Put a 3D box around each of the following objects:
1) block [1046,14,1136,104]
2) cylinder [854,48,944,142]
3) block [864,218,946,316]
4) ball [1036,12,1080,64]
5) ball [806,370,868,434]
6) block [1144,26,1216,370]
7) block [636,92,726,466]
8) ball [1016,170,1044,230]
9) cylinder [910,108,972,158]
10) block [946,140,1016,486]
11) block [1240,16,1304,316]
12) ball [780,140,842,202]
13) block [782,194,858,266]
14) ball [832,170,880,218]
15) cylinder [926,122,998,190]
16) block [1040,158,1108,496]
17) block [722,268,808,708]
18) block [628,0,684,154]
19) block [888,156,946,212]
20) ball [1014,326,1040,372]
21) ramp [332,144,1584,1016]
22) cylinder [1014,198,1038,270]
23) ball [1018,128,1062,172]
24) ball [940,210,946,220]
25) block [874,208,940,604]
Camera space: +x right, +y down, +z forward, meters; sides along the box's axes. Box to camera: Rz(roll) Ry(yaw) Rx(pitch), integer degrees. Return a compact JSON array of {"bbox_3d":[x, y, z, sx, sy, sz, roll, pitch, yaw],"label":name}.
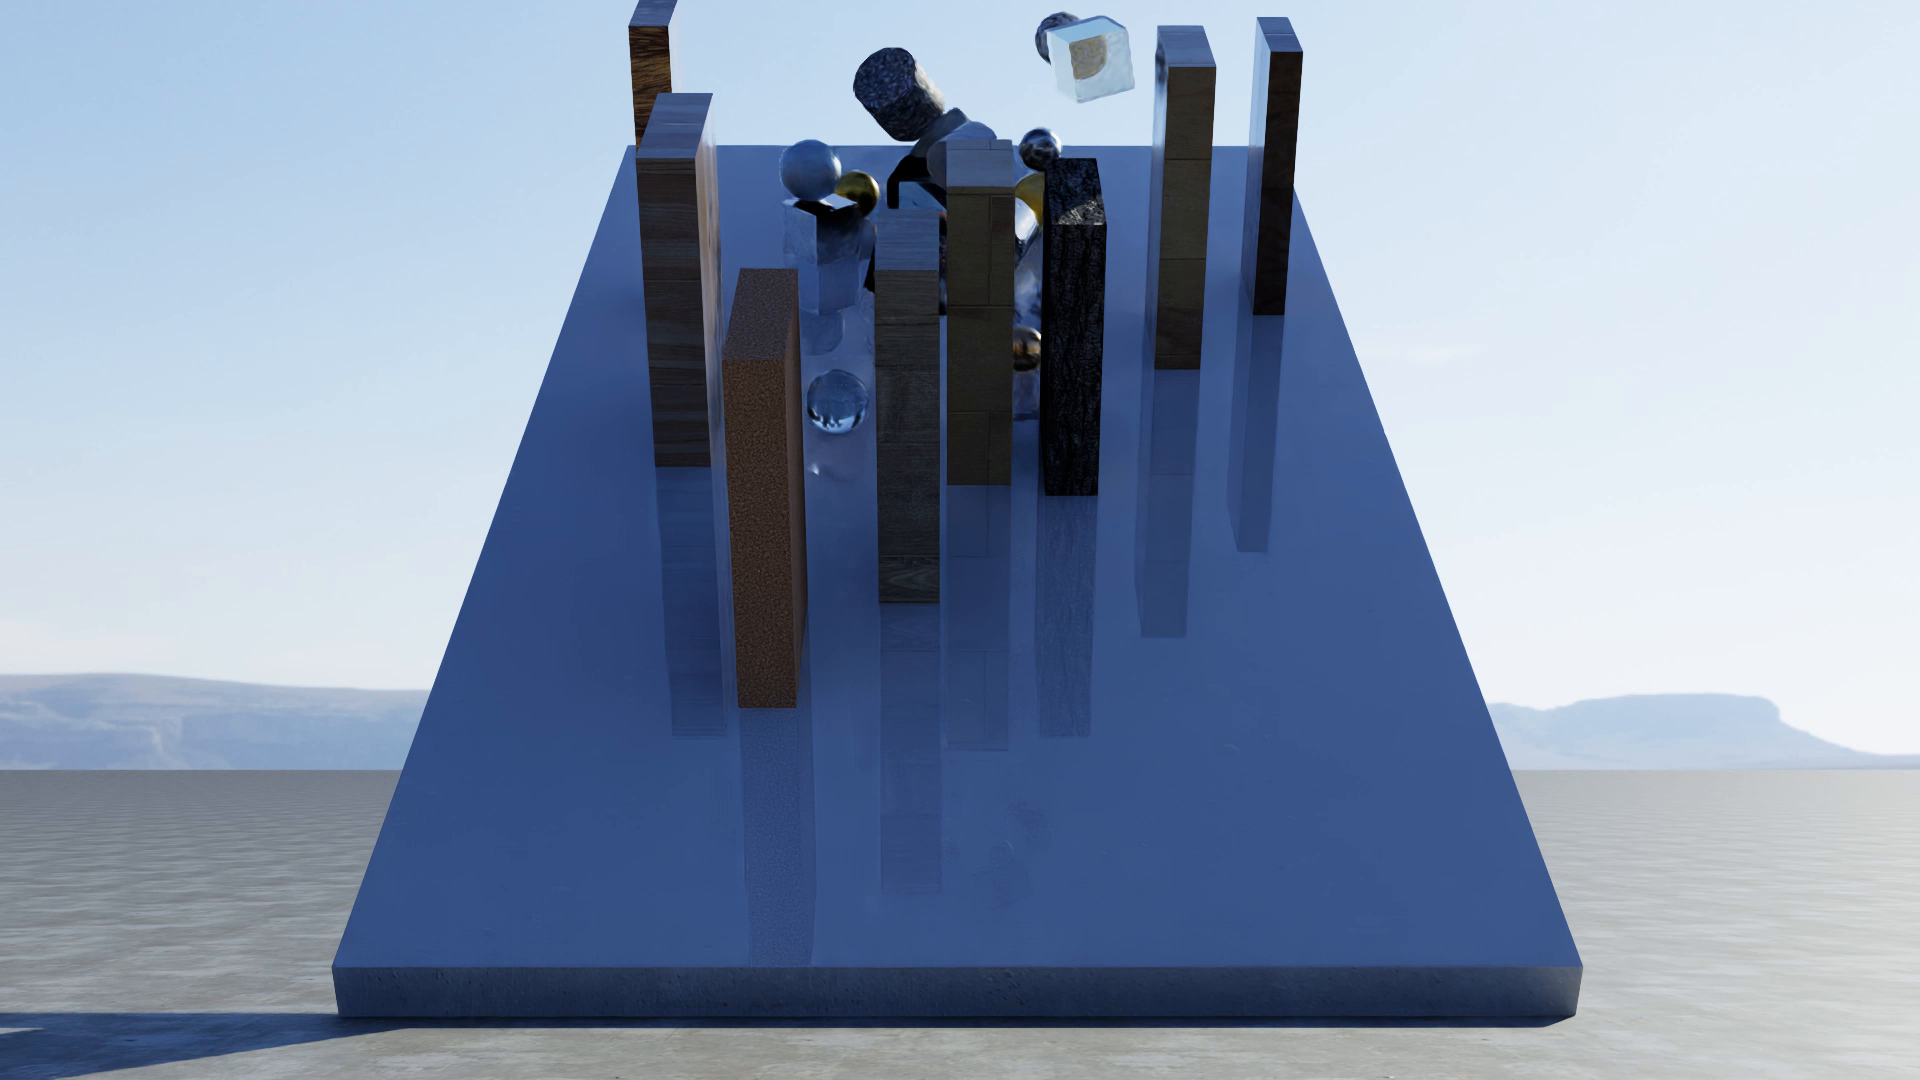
[{"bbox_3d":[0.381,-1.408,6.998,0.184,0.184,0.184,-17,28,-13],"label":"block"},{"bbox_3d":[-0.172,-1.264,6.787,0.195,0.195,0.195,-2,-21,25],"label":"cylinder"},{"bbox_3d":[-0.090,-0.703,6.121,0.195,0.195,0.195,-6,30,-44],"label":"block"},{"bbox_3d":[0.306,-1.492,7.132,0.163,0.163,0.163,0,-5,0],"label":"ball"},{"bbox_3d":[-0.284,-0.320,5.523,0.147,0.147,0.147,0,-5,0],"label":"ball"},{"bbox_3d":[0.534,-0.835,5.836,0.112,0.762,0.337,0,28,0],"label":"block"},{"bbox_3d":[-0.624,-0.591,5.413,0.126,0.728,0.448,0,28,0],"label":"block"},{"bbox_3d":[0.228,-0.949,6.680,0.164,0.164,0.164,0,-5,0],"label":"ball"},{"bbox_3d":[-0.003,-1.084,6.799,0.203,0.203,0.203,44,-5,5],"label":"cylinder"},{"bbox_3d":[0.043,-0.501,5.281,0.144,0.698,0.304,0,28,0],"label":"block"},{"bbox_3d":[0.798,-0.959,6.139,0.081,0.696,0.301,0,28,0],"label":"block"},{"bbox_3d":[-0.403,-0.999,6.458,0.165,0.165,0.165,0,-5,0],"label":"ball"},{"bbox_3d":[-0.380,-0.851,6.513,0.146,0.146,0.146,-24,36,-37],"label":"block"},{"bbox_3d":[-0.295,-0.979,6.763,0.134,0.134,0.134,0,-5,0],"label":"ball"},{"bbox_3d":[0.011,-1.027,6.405,0.146,0.146,0.146,-4,25,39],"label":"cylinder"},{"bbox_3d":[0.246,-0.475,5.302,0.115,0.633,0.416,0,28,0],"label":"block"},{"bbox_3d":[-0.362,-0.100,4.515,0.109,0.714,0.427,0,28,0],"label":"block"},{"bbox_3d":[-0.751,-0.952,6.035,0.096,0.774,0.242,0,28,0],"label":"block"},{"bbox_3d":[-0.079,-0.927,6.599,0.197,0.197,0.197,6,29,11],"label":"block"},{"bbox_3d":[0.151,-0.467,5.835,0.114,0.114,0.114,0,-5,0],"label":"ball"},{"bbox_3d":[-0.012,-0.221,5.603,2.000,0.100,4.000,0,28,0],"label":"ramp"},{"bbox_3d":[0.104,-0.812,6.411,0.175,0.175,0.175,-2,26,20],"label":"cylinder"},{"bbox_3d":[0.223,-1.086,6.647,0.119,0.119,0.119,0,-5,0],"label":"ball"},{"bbox_3d":[-0.069,-0.807,6.419,0.157,0.157,0.157,0,-5,0],"label":"ball"},{"bbox_3d":[-0.103,-0.268,4.820,0.123,0.723,0.329,0,28,0],"label":"block"}]
